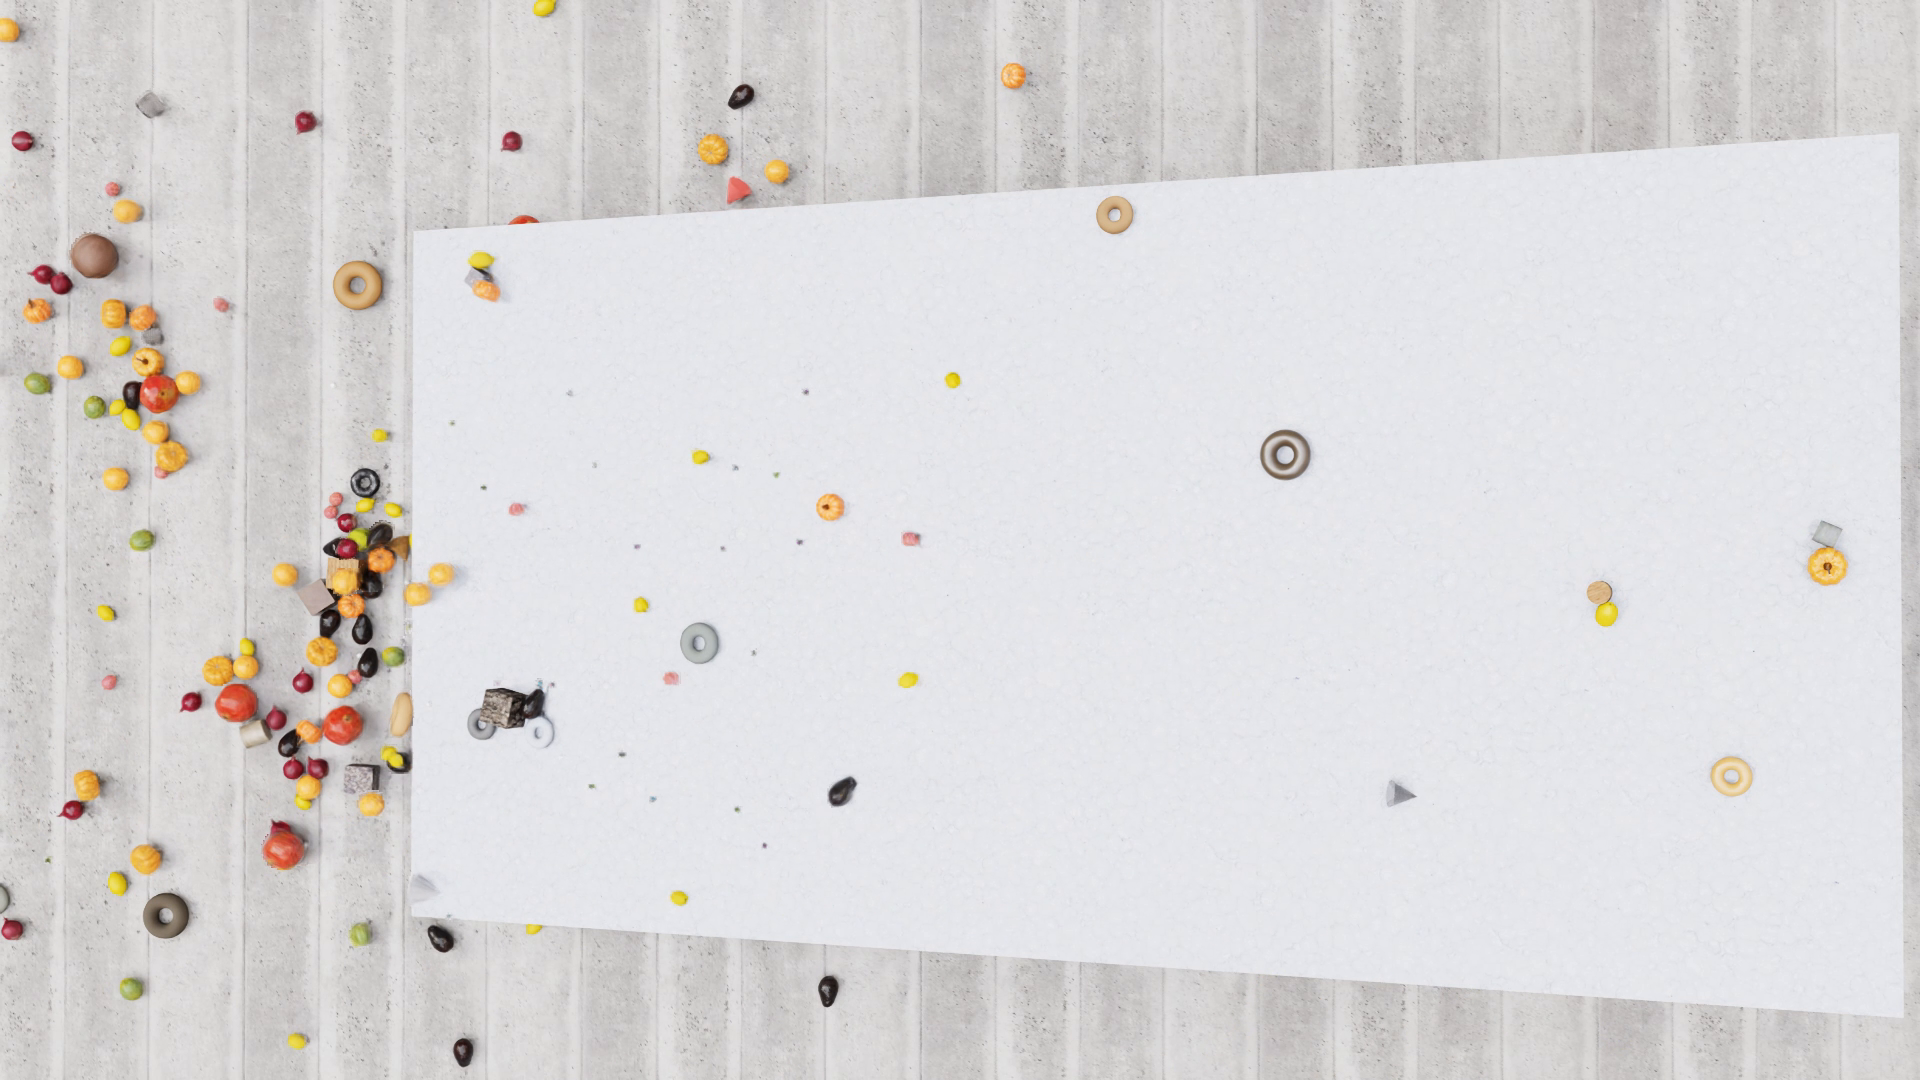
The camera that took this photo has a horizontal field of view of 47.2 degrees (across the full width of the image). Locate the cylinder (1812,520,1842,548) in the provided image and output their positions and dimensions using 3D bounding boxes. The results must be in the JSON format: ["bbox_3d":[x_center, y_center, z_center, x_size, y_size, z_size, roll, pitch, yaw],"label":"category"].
[{"bbox_3d":[1.974,-0.012,5.004,0.050,0.050,0.050,18,89,29],"label":"cylinder"}]

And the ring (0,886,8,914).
[{"bbox_3d":[-2.854,1.061,6.487,0.097,0.032,0.097,0,90,-1],"label":"ring"}]

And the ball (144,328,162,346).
[{"bbox_3d":[-2.386,-0.601,6.498,0.053,0.053,0.053,0,89,0],"label":"ball"}]

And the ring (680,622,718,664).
[{"bbox_3d":[-0.718,0.284,6.056,0.115,0.038,0.115,0,90,21],"label":"ring"}]

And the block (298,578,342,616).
[{"bbox_3d":[-1.884,0.168,6.474,0.080,0.080,0.080,-33,89,0],"label":"block"}]

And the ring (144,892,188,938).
[{"bbox_3d":[-2.340,1.108,6.480,0.135,0.045,0.135,0,89,1],"label":"ring"}]

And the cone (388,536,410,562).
[{"bbox_3d":[-1.647,0.034,6.501,0.069,0.069,0.069,-17,116,0],"label":"cone"}]

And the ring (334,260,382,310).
[{"bbox_3d":[-1.781,-0.753,6.502,0.146,0.049,0.146,0,89,1],"label":"ring"}]

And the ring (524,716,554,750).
[{"bbox_3d":[-1.194,0.547,6.242,0.094,0.031,0.094,-1,88,22],"label":"ring"}]

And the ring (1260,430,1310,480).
[{"bbox_3d":[0.809,-0.211,5.466,0.129,0.043,0.129,0,90,21],"label":"ring"}]

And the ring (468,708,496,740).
[{"bbox_3d":[-1.373,0.529,6.312,0.094,0.031,0.094,0,90,21],"label":"ring"}]

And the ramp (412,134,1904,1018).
[{"bbox_3d":[0.282,0.088,5.743,4.000,0.100,2.000,0,89,21],"label":"ramp"}]

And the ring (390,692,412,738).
[{"bbox_3d":[-1.638,0.512,6.450,0.045,0.134,0.134,7,89,-28],"label":"ring"}]

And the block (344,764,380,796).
[{"bbox_3d":[-1.759,0.704,6.467,0.082,0.082,0.082,4,89,0],"label":"block"}]

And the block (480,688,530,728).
[{"bbox_3d":[-1.294,0.478,6.249,0.092,0.092,0.092,14,94,21],"label":"block"}]

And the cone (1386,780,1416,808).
[{"bbox_3d":[1.081,0.621,5.355,0.068,0.068,0.068,7,89,-5],"label":"cone"}]

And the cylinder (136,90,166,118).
[{"bbox_3d":[-2.394,-1.286,6.504,0.060,0.060,0.060,-41,89,0],"label":"cylinder"}]

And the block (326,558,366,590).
[{"bbox_3d":[-1.806,0.100,6.471,0.090,0.090,0.090,4,89,0],"label":"block"}]

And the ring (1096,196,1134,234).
[{"bbox_3d":[0.397,-0.834,5.640,0.098,0.033,0.098,0,90,20],"label":"ring"}]

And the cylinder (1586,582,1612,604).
[{"bbox_3d":[1.508,0.124,5.182,0.054,0.054,0.054,0,89,21],"label":"cylinder"}]

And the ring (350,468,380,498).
[{"bbox_3d":[-1.760,-0.169,6.504,0.089,0.030,0.089,0,88,1],"label":"ring"}]

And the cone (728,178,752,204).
[{"bbox_3d":[-0.669,-1.020,6.513,0.077,0.077,0.077,40,116,0],"label":"cone"}]

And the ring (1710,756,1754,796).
[{"bbox_3d":[1.784,0.547,5.082,0.094,0.031,0.094,0,89,22],"label":"ring"}]

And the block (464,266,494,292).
[{"bbox_3d":[-1.384,-0.748,6.322,0.051,0.051,0.051,35,101,18],"label":"block"}]
